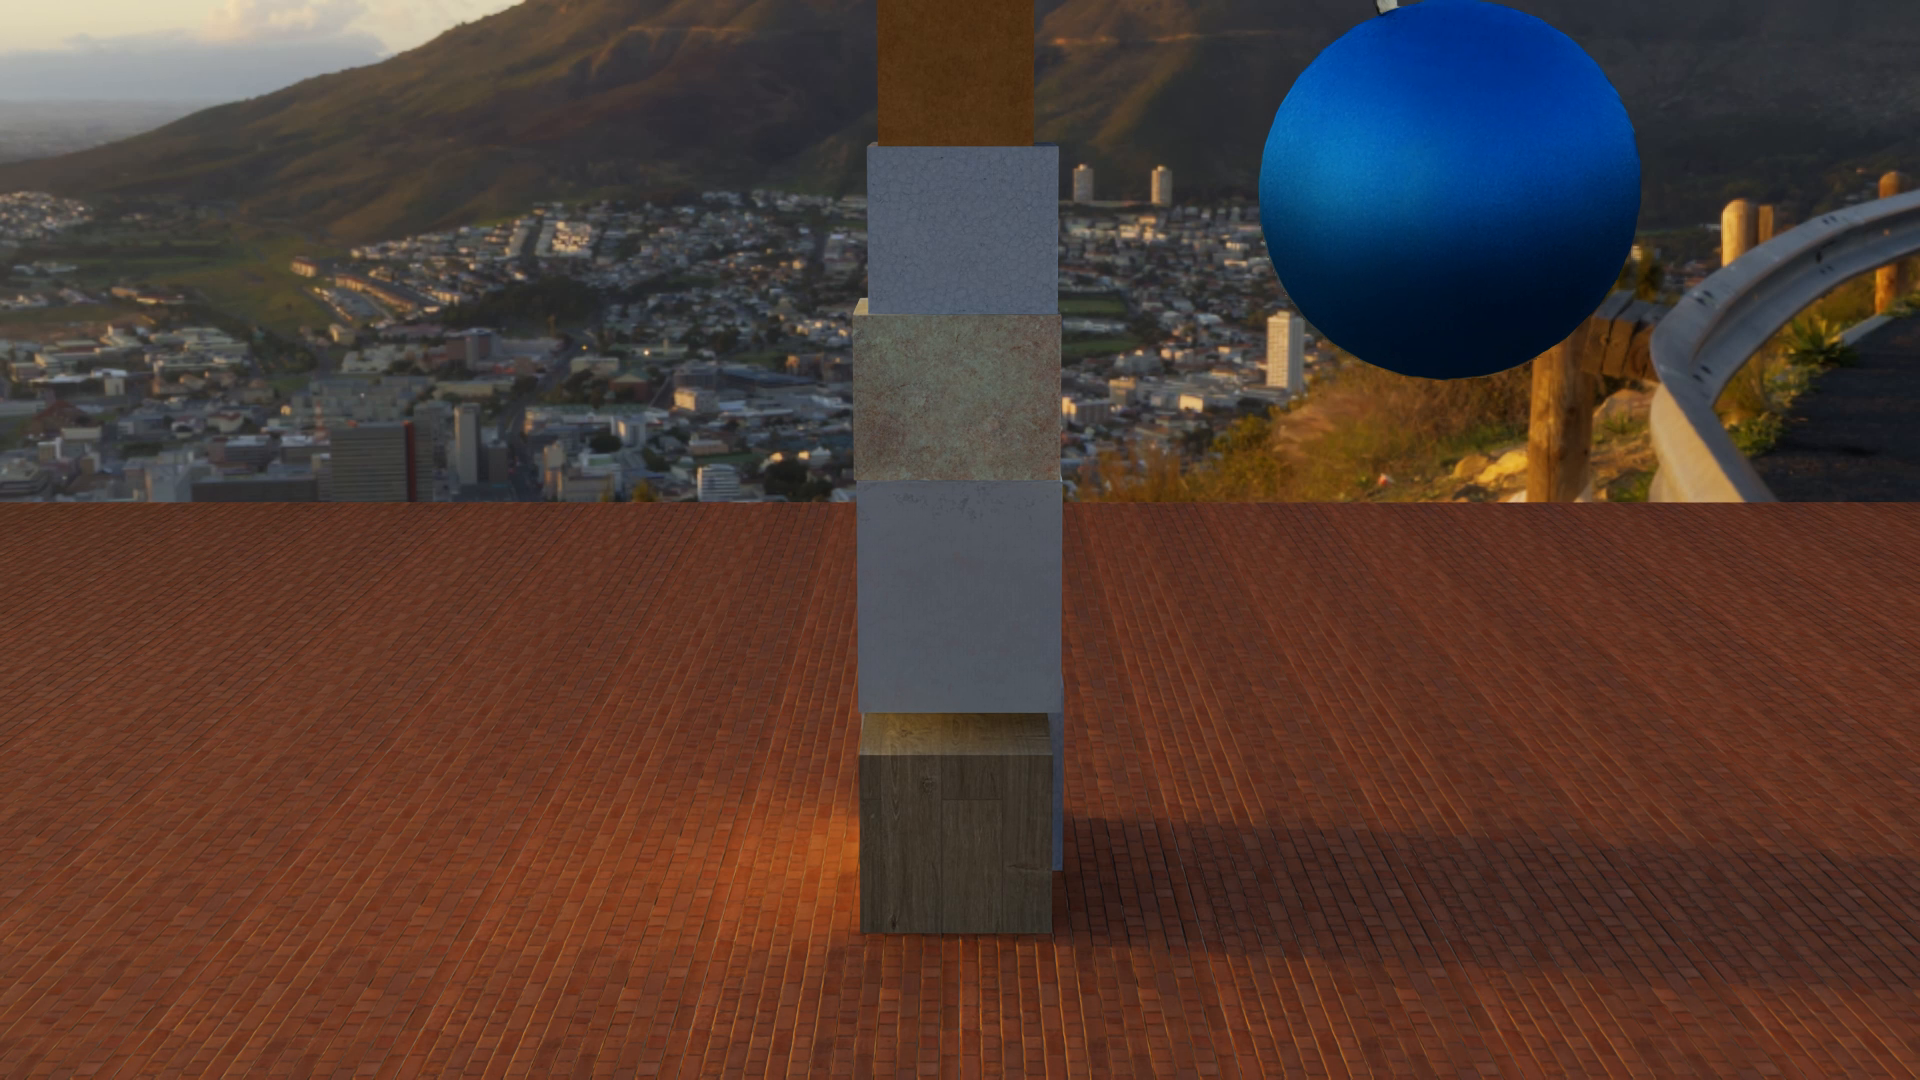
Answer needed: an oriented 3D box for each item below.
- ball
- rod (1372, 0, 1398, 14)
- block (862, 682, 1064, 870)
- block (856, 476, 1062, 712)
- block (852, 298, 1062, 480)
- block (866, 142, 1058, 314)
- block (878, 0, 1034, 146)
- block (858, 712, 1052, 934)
[{"bbox_3d":[2.074,-1.484,10.910,1.600,1.600,1.600,0,10,0],"label":"ball"},{"bbox_3d":[0.899,-4.623,10.340,0.080,5.200,0.080,-20,10,4],"label":"rod"},{"bbox_3d":[0.012,0.987,11.790,0.893,0.840,0.845,0,10,0],"label":"block"},{"bbox_3d":[-0.002,0.163,11.210,0.858,0.989,0.911,0,10,0],"label":"block"},{"bbox_3d":[-0.012,-0.663,11.060,0.863,0.689,0.829,0,10,0],"label":"block"},{"bbox_3d":[0.012,-1.340,10.936,0.786,0.687,0.739,0,10,0],"label":"block"},{"bbox_3d":[-0.018,-1.973,10.821,0.639,0.598,0.701,0,10,0],"label":"block"},{"bbox_3d":[-0.017,1.178,10.960,0.793,0.761,0.836,0,10,0],"label":"block"}]
